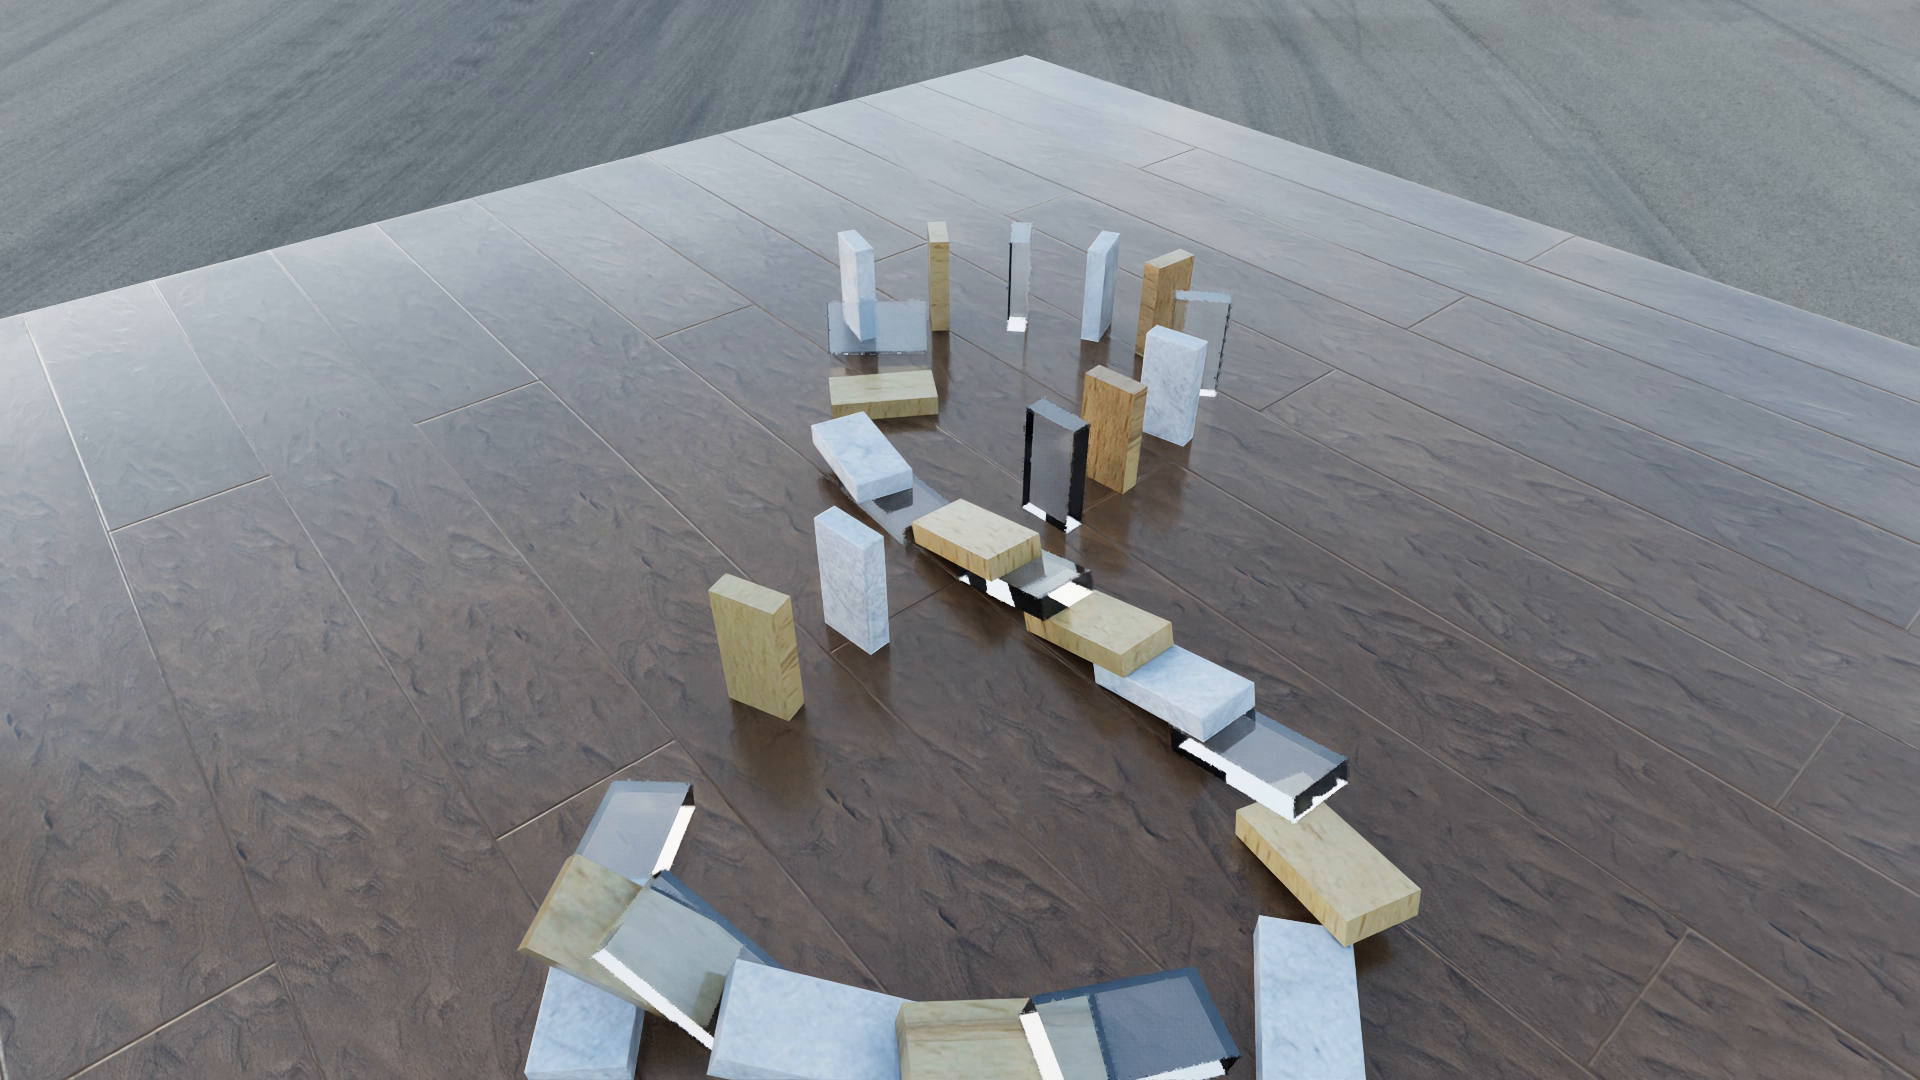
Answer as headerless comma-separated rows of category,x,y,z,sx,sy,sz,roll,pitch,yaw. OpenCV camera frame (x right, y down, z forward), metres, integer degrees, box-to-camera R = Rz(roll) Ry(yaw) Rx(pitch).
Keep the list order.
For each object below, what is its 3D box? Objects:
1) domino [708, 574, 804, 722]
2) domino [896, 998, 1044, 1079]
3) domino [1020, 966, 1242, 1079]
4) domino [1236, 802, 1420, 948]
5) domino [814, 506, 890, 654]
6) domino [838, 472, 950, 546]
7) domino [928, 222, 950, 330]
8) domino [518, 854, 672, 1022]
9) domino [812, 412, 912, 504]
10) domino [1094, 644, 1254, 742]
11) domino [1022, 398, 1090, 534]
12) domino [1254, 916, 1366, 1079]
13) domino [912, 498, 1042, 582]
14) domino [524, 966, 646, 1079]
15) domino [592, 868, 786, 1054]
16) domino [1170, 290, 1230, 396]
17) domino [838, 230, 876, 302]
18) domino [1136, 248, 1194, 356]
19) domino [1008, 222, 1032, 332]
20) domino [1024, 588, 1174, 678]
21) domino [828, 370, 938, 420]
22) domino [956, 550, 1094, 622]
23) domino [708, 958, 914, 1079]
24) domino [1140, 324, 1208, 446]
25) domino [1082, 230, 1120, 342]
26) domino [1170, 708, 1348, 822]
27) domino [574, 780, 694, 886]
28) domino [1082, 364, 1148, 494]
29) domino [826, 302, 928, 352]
domino,-0.067,0.036,0.367,0.025,0.050,0.010,18,42,20
domino,0.010,0.130,0.276,0.050,0.009,0.025,5,38,-15
domino,0.043,0.126,0.279,0.050,0.010,0.025,1,39,-25
domino,0.106,0.093,0.321,0.025,0.010,0.050,-15,28,-18
domino,-0.038,0.015,0.393,0.025,0.050,0.010,31,48,32
domino,-0.028,-0.018,0.466,0.025,0.010,0.050,-26,46,-28
domino,-0.011,-0.139,0.581,0.010,0.050,0.025,-3,39,-4
domino,-0.086,0.106,0.288,0.050,0.010,0.025,34,53,-17
domino,-0.043,-0.036,0.473,0.025,0.010,0.050,-18,43,-21
domino,0.072,0.049,0.375,0.025,0.009,0.050,-27,32,-29
domino,0.039,-0.030,0.448,0.010,0.050,0.025,-31,49,-32
domino,0.091,0.126,0.290,0.025,0.010,0.050,7,40,8
domino,0.006,-0.001,0.429,0.025,0.010,0.050,-26,32,-28
domino,-0.098,0.120,0.297,0.025,0.009,0.050,-2,39,-3
domino,-0.067,0.112,0.284,0.050,0.010,0.025,43,45,-9
domino,0.113,-0.094,0.526,0.025,0.050,0.010,6,40,7
domino,-0.053,-0.133,0.573,0.010,0.050,0.025,-17,42,-19
domino,0.103,-0.119,0.557,0.025,0.050,0.009,-27,46,-29
domino,0.032,-0.139,0.581,0.009,0.050,0.025,4,40,5
domino,0.049,0.031,0.395,0.025,0.010,0.050,-27,31,-29
domino,-0.037,-0.069,0.528,0.050,0.010,0.025,-5,40,-6
domino,0.024,0.013,0.418,0.025,0.010,0.050,-27,32,-29
domino,-0.036,0.125,0.276,0.050,0.010,0.025,19,37,-14
domino,0.095,-0.069,0.496,0.025,0.050,0.009,25,46,27
domino,0.073,-0.132,0.572,0.009,0.050,0.025,15,42,17
domino,0.094,0.068,0.350,0.025,0.010,0.050,-25,31,-28
domino,-0.097,0.090,0.323,0.025,0.010,0.050,0,25,3
domino,0.064,-0.047,0.469,0.025,0.050,0.009,31,48,32
domino,-0.042,-0.109,0.563,0.050,0.025,0.009,-1,12,-2
